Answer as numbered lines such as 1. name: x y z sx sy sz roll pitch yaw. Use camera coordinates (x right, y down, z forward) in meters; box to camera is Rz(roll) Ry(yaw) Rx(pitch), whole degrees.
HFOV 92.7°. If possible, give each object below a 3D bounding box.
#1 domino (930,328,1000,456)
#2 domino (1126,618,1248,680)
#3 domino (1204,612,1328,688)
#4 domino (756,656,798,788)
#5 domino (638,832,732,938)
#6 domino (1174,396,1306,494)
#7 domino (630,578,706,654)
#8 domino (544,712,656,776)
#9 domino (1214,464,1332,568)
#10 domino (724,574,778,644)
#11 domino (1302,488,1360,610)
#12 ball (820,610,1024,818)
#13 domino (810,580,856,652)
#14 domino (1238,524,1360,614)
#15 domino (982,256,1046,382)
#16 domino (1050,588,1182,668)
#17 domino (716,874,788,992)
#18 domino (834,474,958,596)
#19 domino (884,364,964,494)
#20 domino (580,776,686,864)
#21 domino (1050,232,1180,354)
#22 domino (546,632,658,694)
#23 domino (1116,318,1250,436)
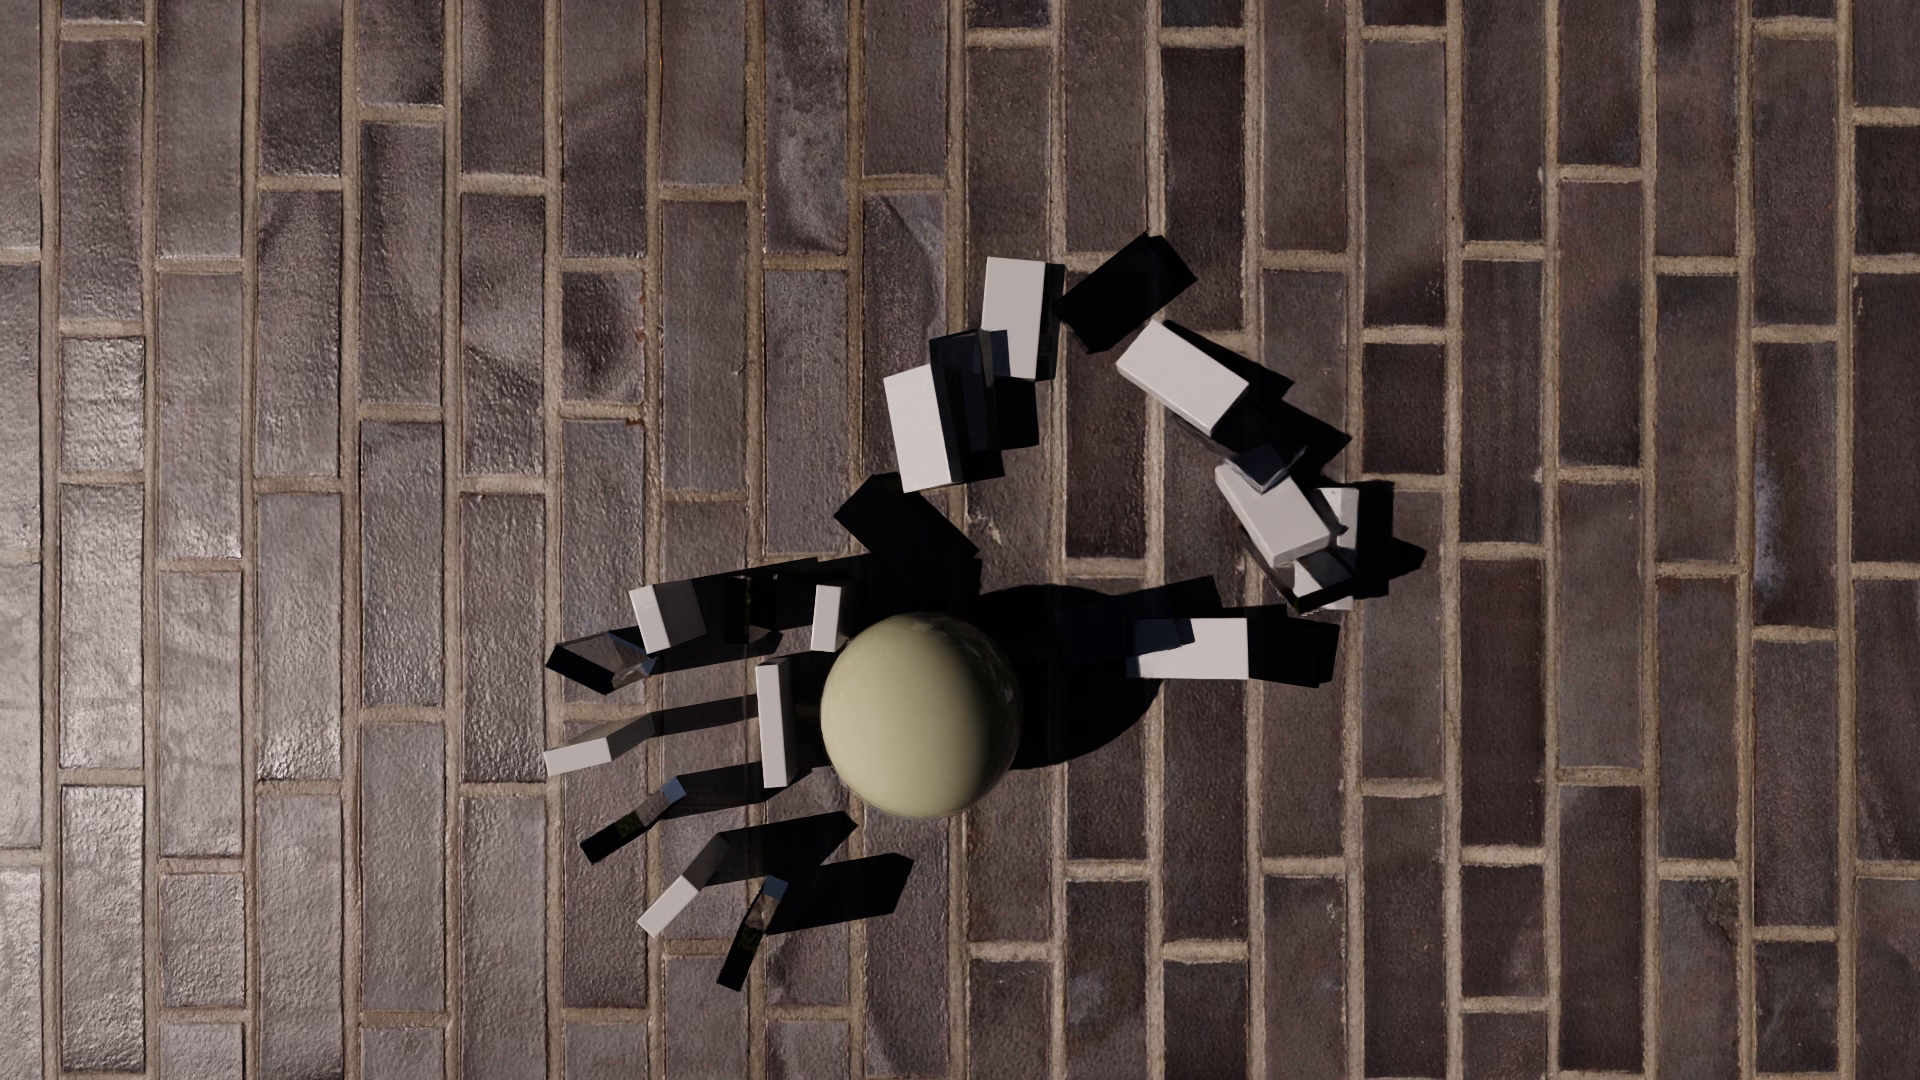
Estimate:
1. domino: 0.002 -0.062 0.389 0.025 0.009 0.050 -5 90 34
2. domino: 0.096 0.046 0.388 0.050 0.009 0.025 -2 88 16
3. domino: 0.130 0.047 0.395 0.050 0.009 0.025 9 90 0
4. domino: -0.077 0.076 0.388 0.010 0.025 0.050 -4 90 0
5. domino: -0.111 0.140 0.375 0.010 0.050 0.025 44 90 0
6. domino: 0.117 -0.045 0.386 0.025 0.010 0.050 -43 66 0
7. domino: -0.118 0.030 0.375 0.009 0.050 0.025 -16 90 0
8. domino: -0.146 0.083 0.375 0.025 0.050 0.009 -14 90 0
9. domino: 0.129 -0.014 0.381 0.025 0.009 0.050 -21 53 0
10. domino: -0.085 0.027 0.375 0.010 0.050 0.025 2 90 0
11. domino: 0.154 0.003 0.387 0.009 0.025 0.050 3 90 -17
12. ball: -0.015 0.068 0.360 0.080 0.080 0.080 0 90 0
13. domino: -0.051 0.030 0.375 0.009 0.050 0.025 6 90 0
14. domino: 0.138 0.007 0.377 0.025 0.050 0.009 -21 127 0
15. domino: 0.022 -0.095 0.395 0.025 0.010 0.050 5 90 0
16. domino: 0.066 0.037 0.387 0.050 0.009 0.025 -13 85 17
17. domino: -0.084 0.159 0.375 0.009 0.050 0.025 22 90 0
18. domino: -0.028 -0.002 0.395 0.050 0.010 0.025 43 90 0
19. domino: -0.016 -0.047 0.389 0.025 0.009 0.050 -10 90 33
20. domino: -0.132 0.114 0.375 0.025 0.050 0.009 -32 90 0
21. domino: 0.067 -0.106 0.395 0.050 0.010 0.025 -38 90 0
22. domino: -0.145 0.050 0.375 0.025 0.050 0.009 26 90 0
23. domino: 0.094 -0.069 0.387 0.050 0.010 0.025 40 90 20
